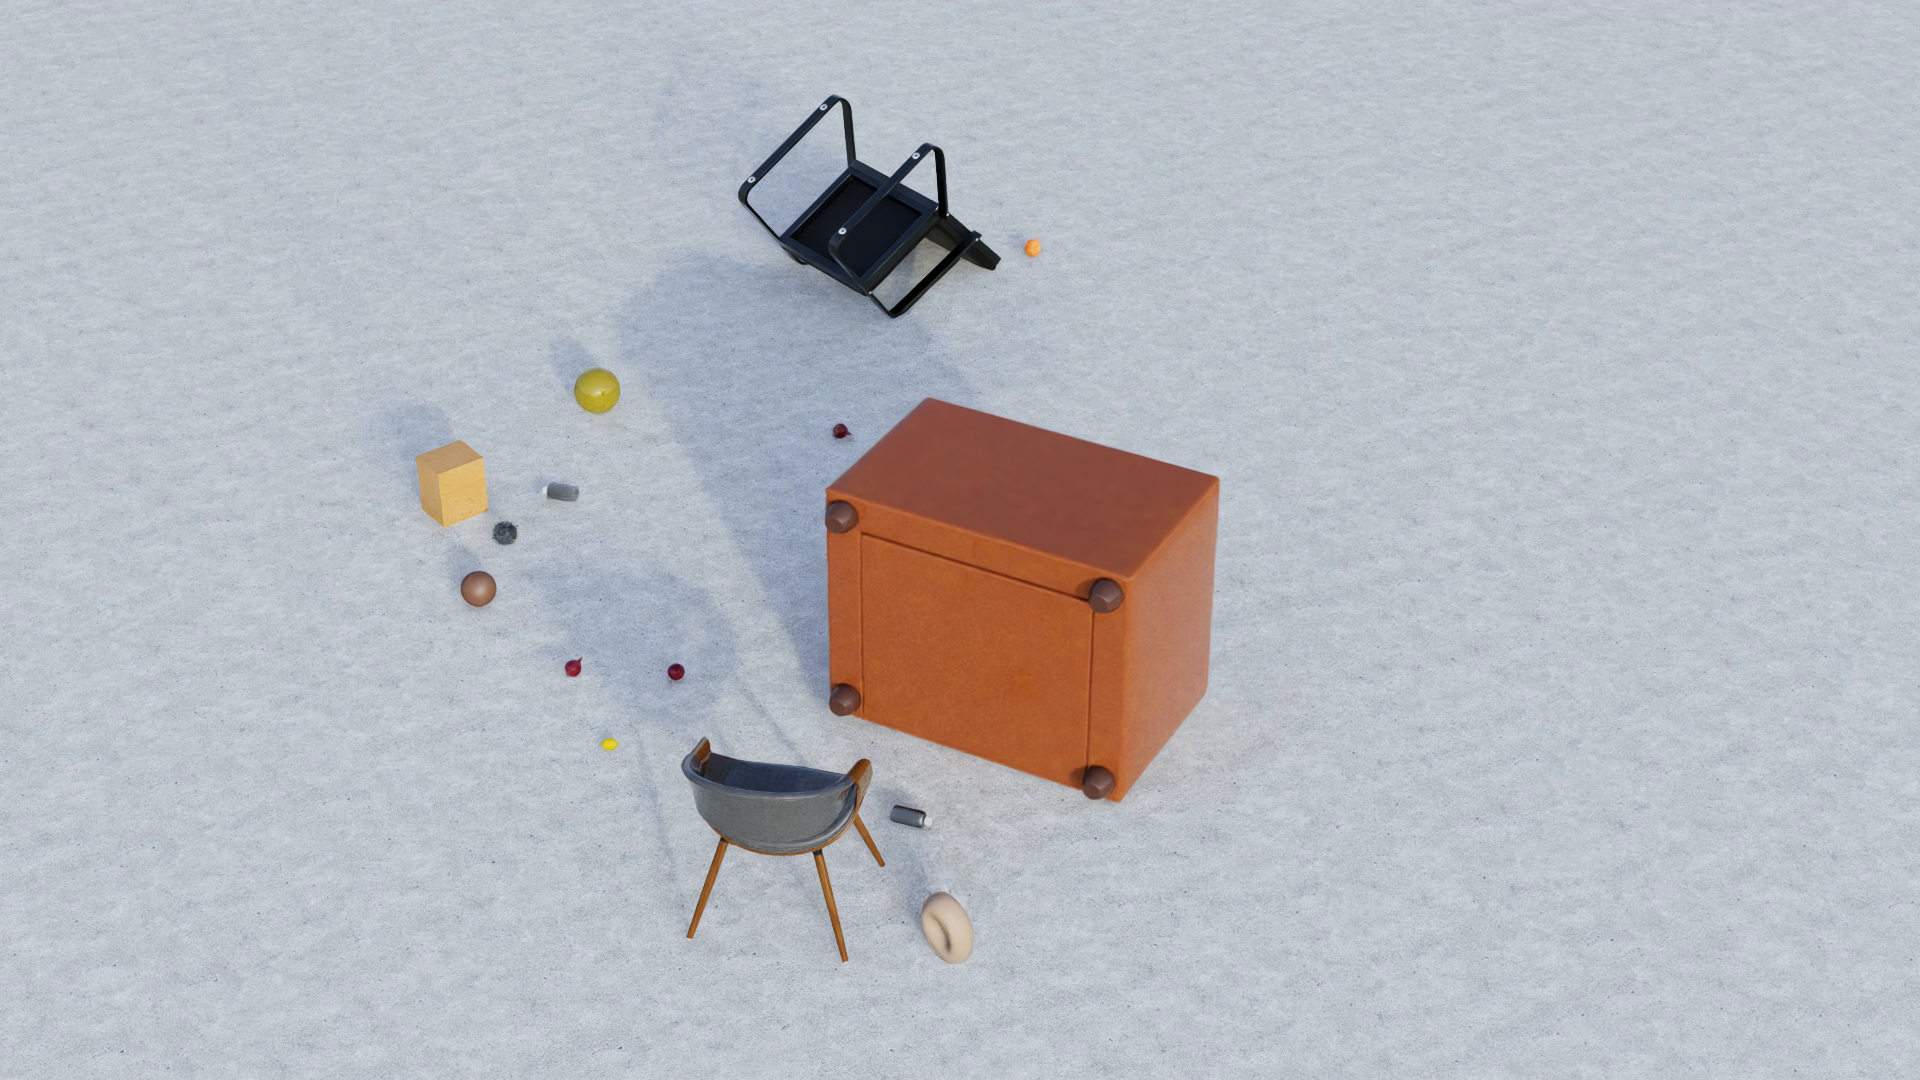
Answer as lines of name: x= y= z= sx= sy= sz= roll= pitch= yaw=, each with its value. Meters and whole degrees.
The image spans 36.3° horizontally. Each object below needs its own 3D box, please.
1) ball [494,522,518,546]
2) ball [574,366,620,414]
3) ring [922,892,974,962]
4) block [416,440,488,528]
ball: x=-1.691 y=-0.025 z=10.903 sx=0.089 sy=0.089 sz=0.089 roll=0 pitch=33 yaw=0
ball: x=-1.444 y=-0.597 z=11.681 sx=0.186 sy=0.186 sz=0.186 roll=0 pitch=33 yaw=0
ring: x=-0.038 y=1.179 z=8.944 sx=0.087 sy=0.242 sz=0.170 roll=-35 pitch=31 yaw=-33
block: x=-1.913 y=-0.213 z=11.053 sx=0.193 sy=0.236 sz=0.165 roll=-23 pitch=40 yaw=-31
